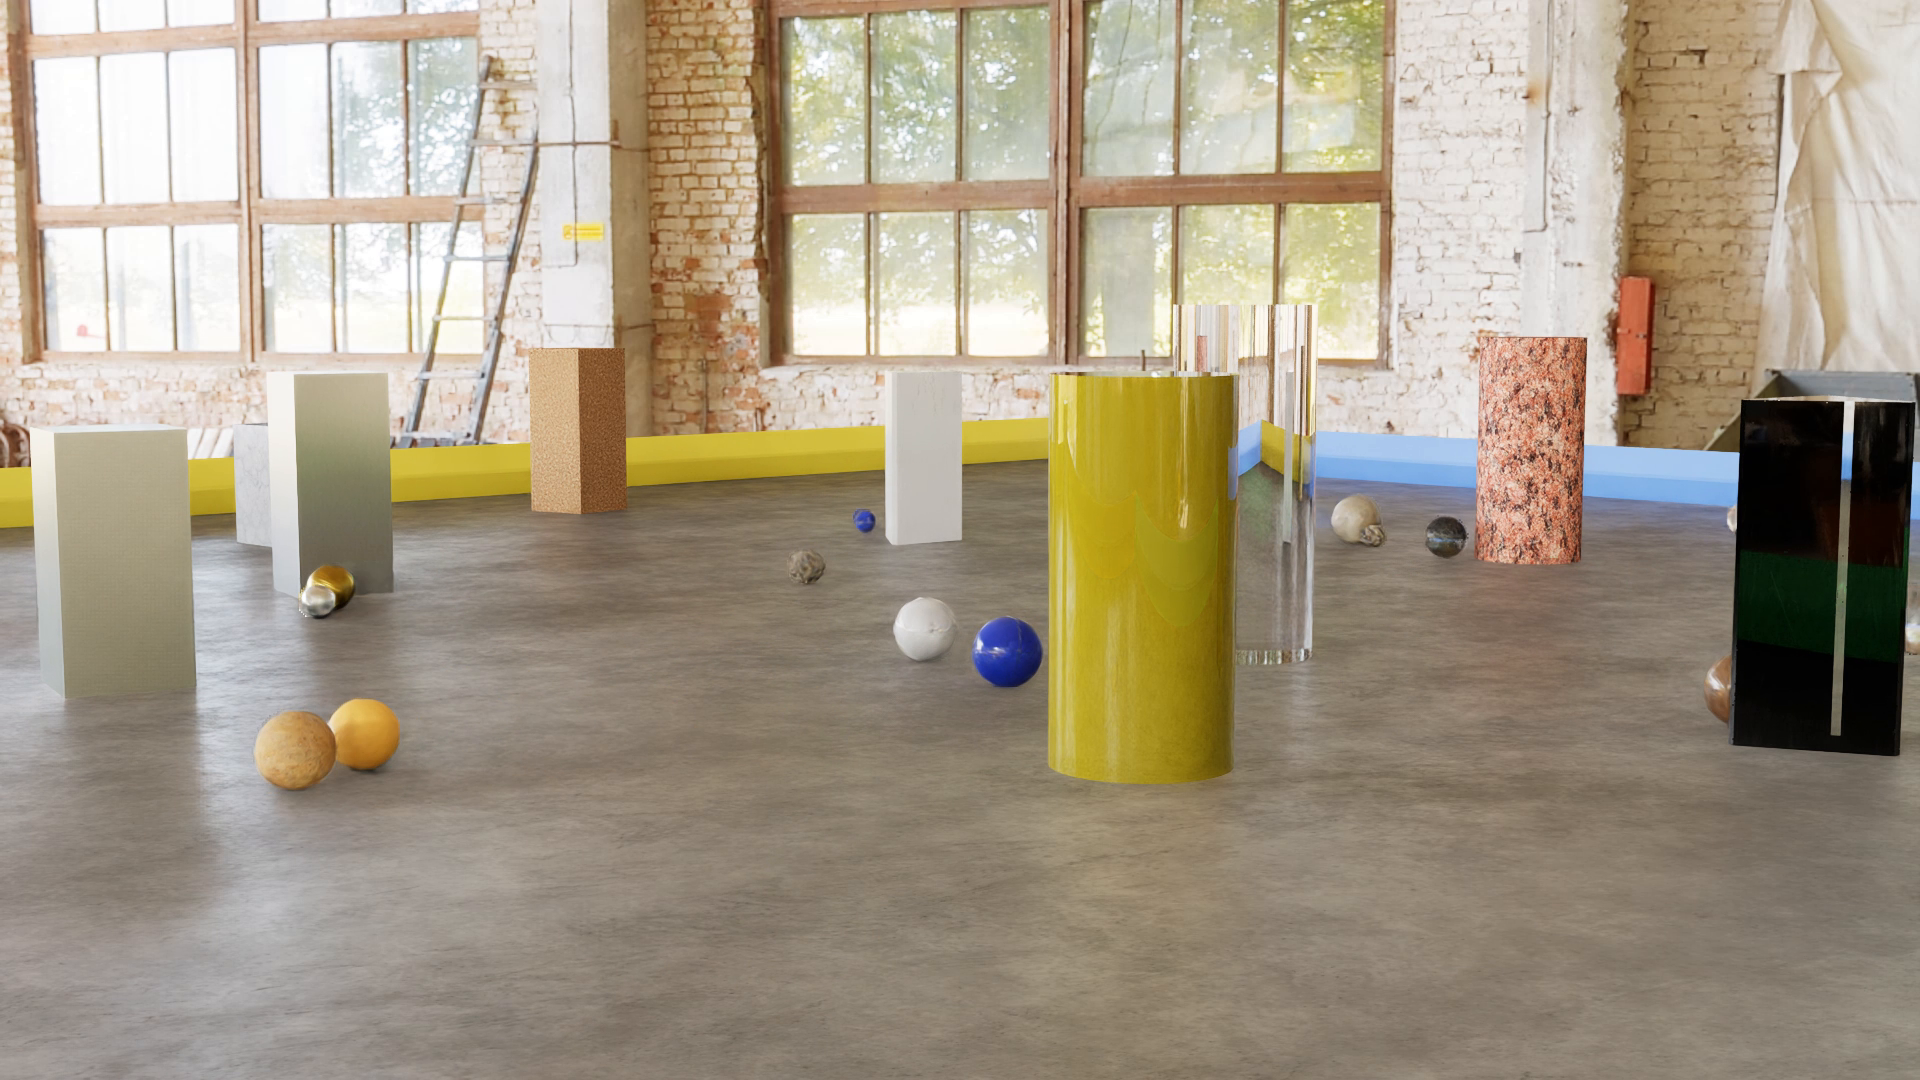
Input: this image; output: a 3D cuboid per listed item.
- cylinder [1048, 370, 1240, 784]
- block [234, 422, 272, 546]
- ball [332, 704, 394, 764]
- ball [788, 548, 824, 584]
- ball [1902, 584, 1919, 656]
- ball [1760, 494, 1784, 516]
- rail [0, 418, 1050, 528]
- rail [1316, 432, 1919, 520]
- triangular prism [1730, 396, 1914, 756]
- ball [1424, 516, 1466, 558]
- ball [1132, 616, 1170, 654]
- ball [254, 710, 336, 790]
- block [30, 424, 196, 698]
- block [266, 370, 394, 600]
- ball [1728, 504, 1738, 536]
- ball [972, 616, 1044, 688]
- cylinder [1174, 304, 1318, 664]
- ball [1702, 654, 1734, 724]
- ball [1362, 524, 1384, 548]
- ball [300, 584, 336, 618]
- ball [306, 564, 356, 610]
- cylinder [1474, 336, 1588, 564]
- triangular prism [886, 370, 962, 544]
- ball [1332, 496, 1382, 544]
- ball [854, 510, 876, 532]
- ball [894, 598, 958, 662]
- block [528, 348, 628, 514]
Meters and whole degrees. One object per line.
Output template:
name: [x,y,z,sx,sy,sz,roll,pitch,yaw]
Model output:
cylinder: [0.176,0.030,2.123,0.182,0.379,0.182,0,6,0]
block: [-1.261,-0.107,4.141,0.145,0.223,0.145,6,8,42]
ball: [-0.574,0.187,2.115,0.057,0.057,0.057,0,6,0]
ball: [-0.245,0.043,3.518,0.057,0.057,0.057,0,6,0]
ball: [1.225,0.102,2.804,0.091,0.091,0.091,0,6,0]
ball: [1.717,-0.074,4.656,0.048,0.048,0.048,0,6,0]
rail: [-1.407,-0.131,4.849,4.627,0.118,0.045,-6,8,-42]
rail: [1.683,-0.134,4.877,0.045,0.118,4.197,-6,8,-42]
triangular prism: [0.881,0.030,2.253,0.157,0.350,0.136,2,7,21]
ball: [0.857,-0.005,3.883,0.074,0.074,0.074,0,6,0]
ball: [0.244,0.122,2.813,0.048,0.048,0.048,0,6,0]
ball: [-0.612,0.194,2.028,0.073,0.073,0.073,0,6,0]
block: [-0.994,0.019,2.581,0.145,0.302,0.145,-4,7,-32]
block: [-0.981,-0.090,3.425,0.145,0.341,0.145,-4,7,-33]
ball: [1.513,-0.040,4.227,0.071,0.071,0.071,0,6,0]
ball: [0.056,0.131,2.570,0.083,0.083,0.083,0,6,0]
cylinder: [0.361,-0.076,2.798,0.182,0.445,0.182,0,6,0]
ball: [0.825,0.158,2.321,0.079,0.079,0.079,0,6,0]
ball: [0.760,-0.007,4.045,0.043,0.043,0.043,0,6,0]
ball: [-0.914,0.088,3.132,0.049,0.049,0.049,0,6,0]
ball: [-0.919,0.070,3.213,0.068,0.068,0.068,0,6,0]
cylinder: [1.002,-0.161,3.861,0.182,0.389,0.182,0,6,0]
triangular prism: [-0.100,-0.161,4.183,0.157,0.320,0.136,-5,8,-37]
ball: [0.739,-0.037,4.104,0.091,0.091,0.091,0,6,0]
ball: [-0.186,-0.036,4.322,0.043,0.043,0.043,0,6,0]
ball: [-0.043,0.112,2.757,0.080,0.080,0.080,0,6,0]
block: [-0.831,-0.241,4.784,0.145,0.352,0.145,4,7,33]
